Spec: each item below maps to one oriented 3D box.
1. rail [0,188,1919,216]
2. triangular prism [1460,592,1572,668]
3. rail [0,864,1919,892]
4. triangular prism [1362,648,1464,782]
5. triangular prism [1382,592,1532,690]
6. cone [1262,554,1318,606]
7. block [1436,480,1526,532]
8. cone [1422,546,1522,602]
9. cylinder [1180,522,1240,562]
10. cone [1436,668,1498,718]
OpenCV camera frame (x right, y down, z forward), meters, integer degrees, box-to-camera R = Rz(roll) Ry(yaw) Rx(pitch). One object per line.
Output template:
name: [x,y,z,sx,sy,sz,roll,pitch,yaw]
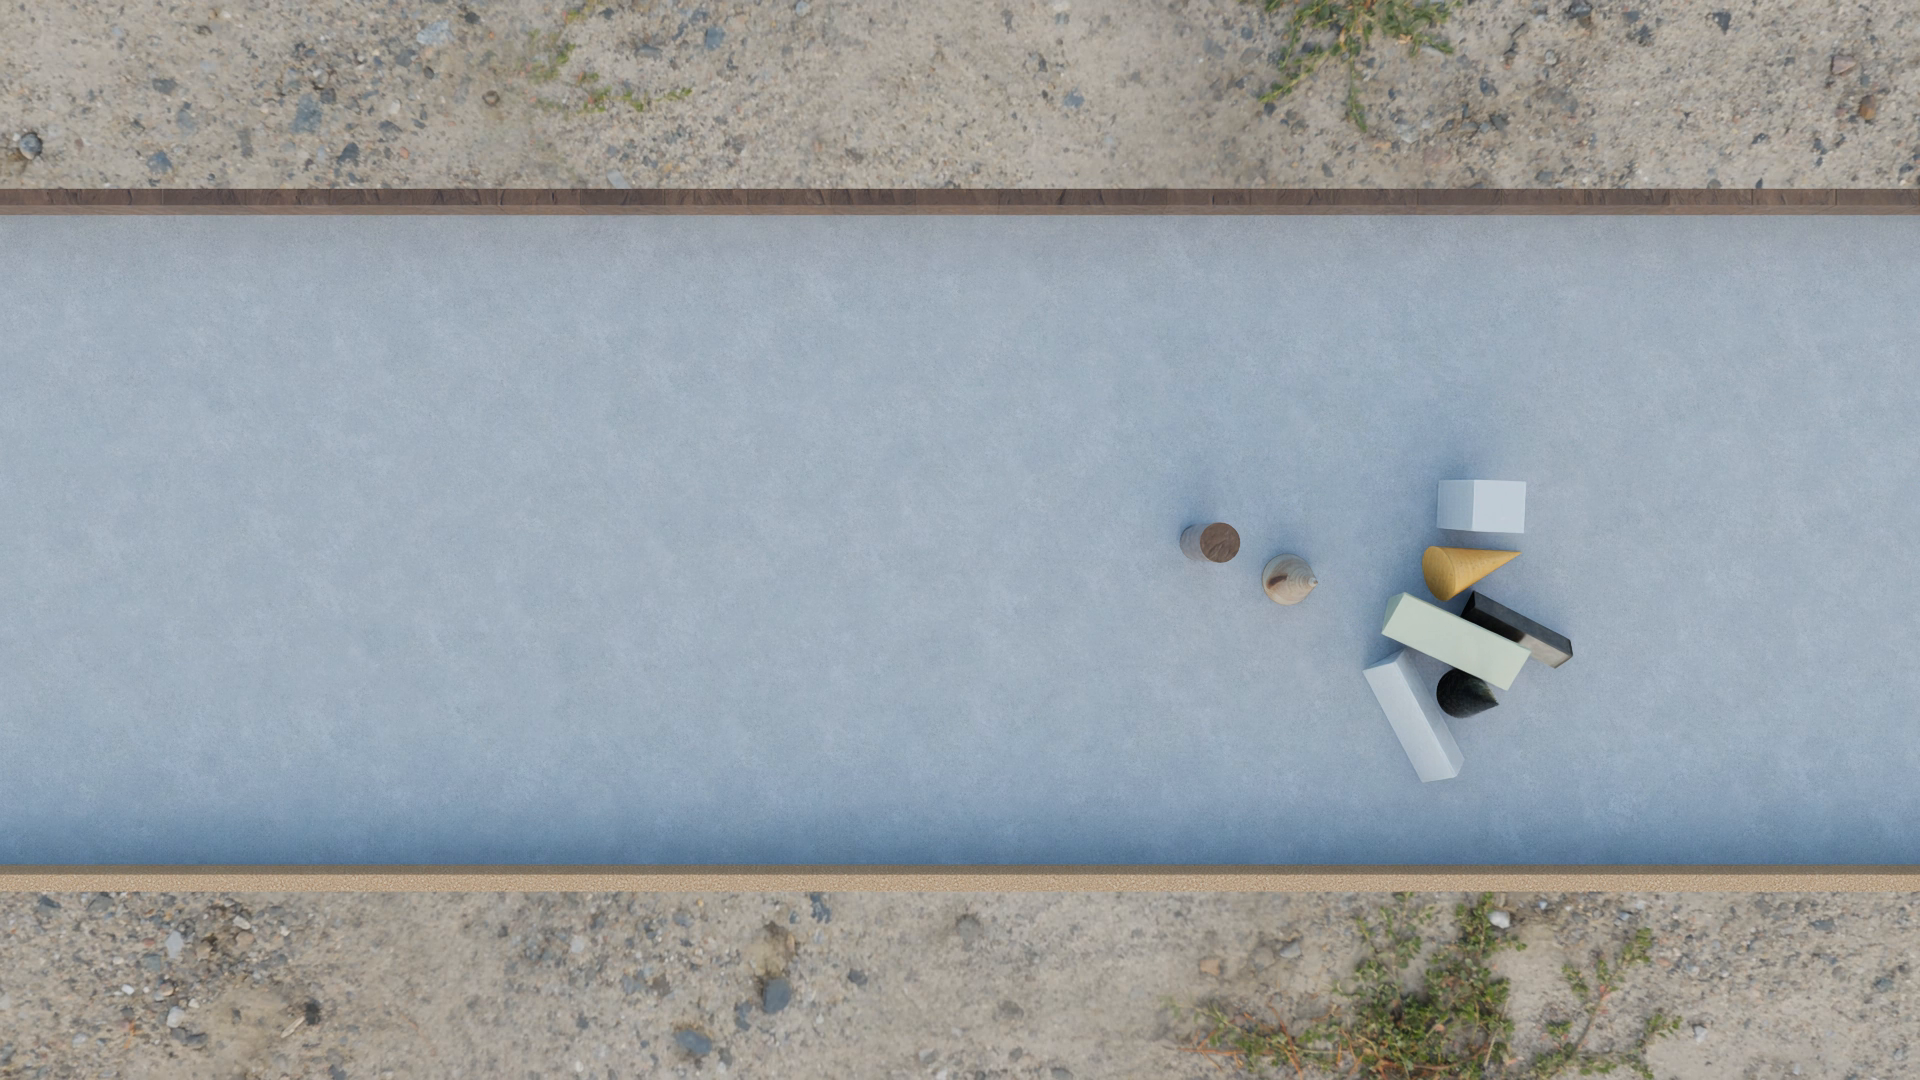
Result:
rail: [-2.247,-1.025,5.002,12.000,0.150,0.050,0,90,0]
triangular prism: [1.706,0.276,5.031,0.333,0.086,0.099,27,90,0]
rail: [-2.247,1.025,5.001,12.000,0.150,0.050,0,90,0]
triangular prism: [1.394,0.538,5.009,0.147,0.127,0.390,-28,90,0]
triangular prism: [1.503,0.281,4.980,0.416,0.127,0.147,24,51,0]
cone: [1.008,0.121,4.858,0.160,0.438,0.160,0,90,0]
block: [1.538,-0.102,4.884,0.146,0.379,0.146,2,92,1]
cone: [1.592,0.069,5.035,0.304,0.171,0.171,-13,90,-16]
cylinder: [0.733,0.008,4.863,0.114,0.428,0.114,0,90,0]
cone: [1.545,0.471,4.899,0.157,0.355,0.157,0,90,0]
